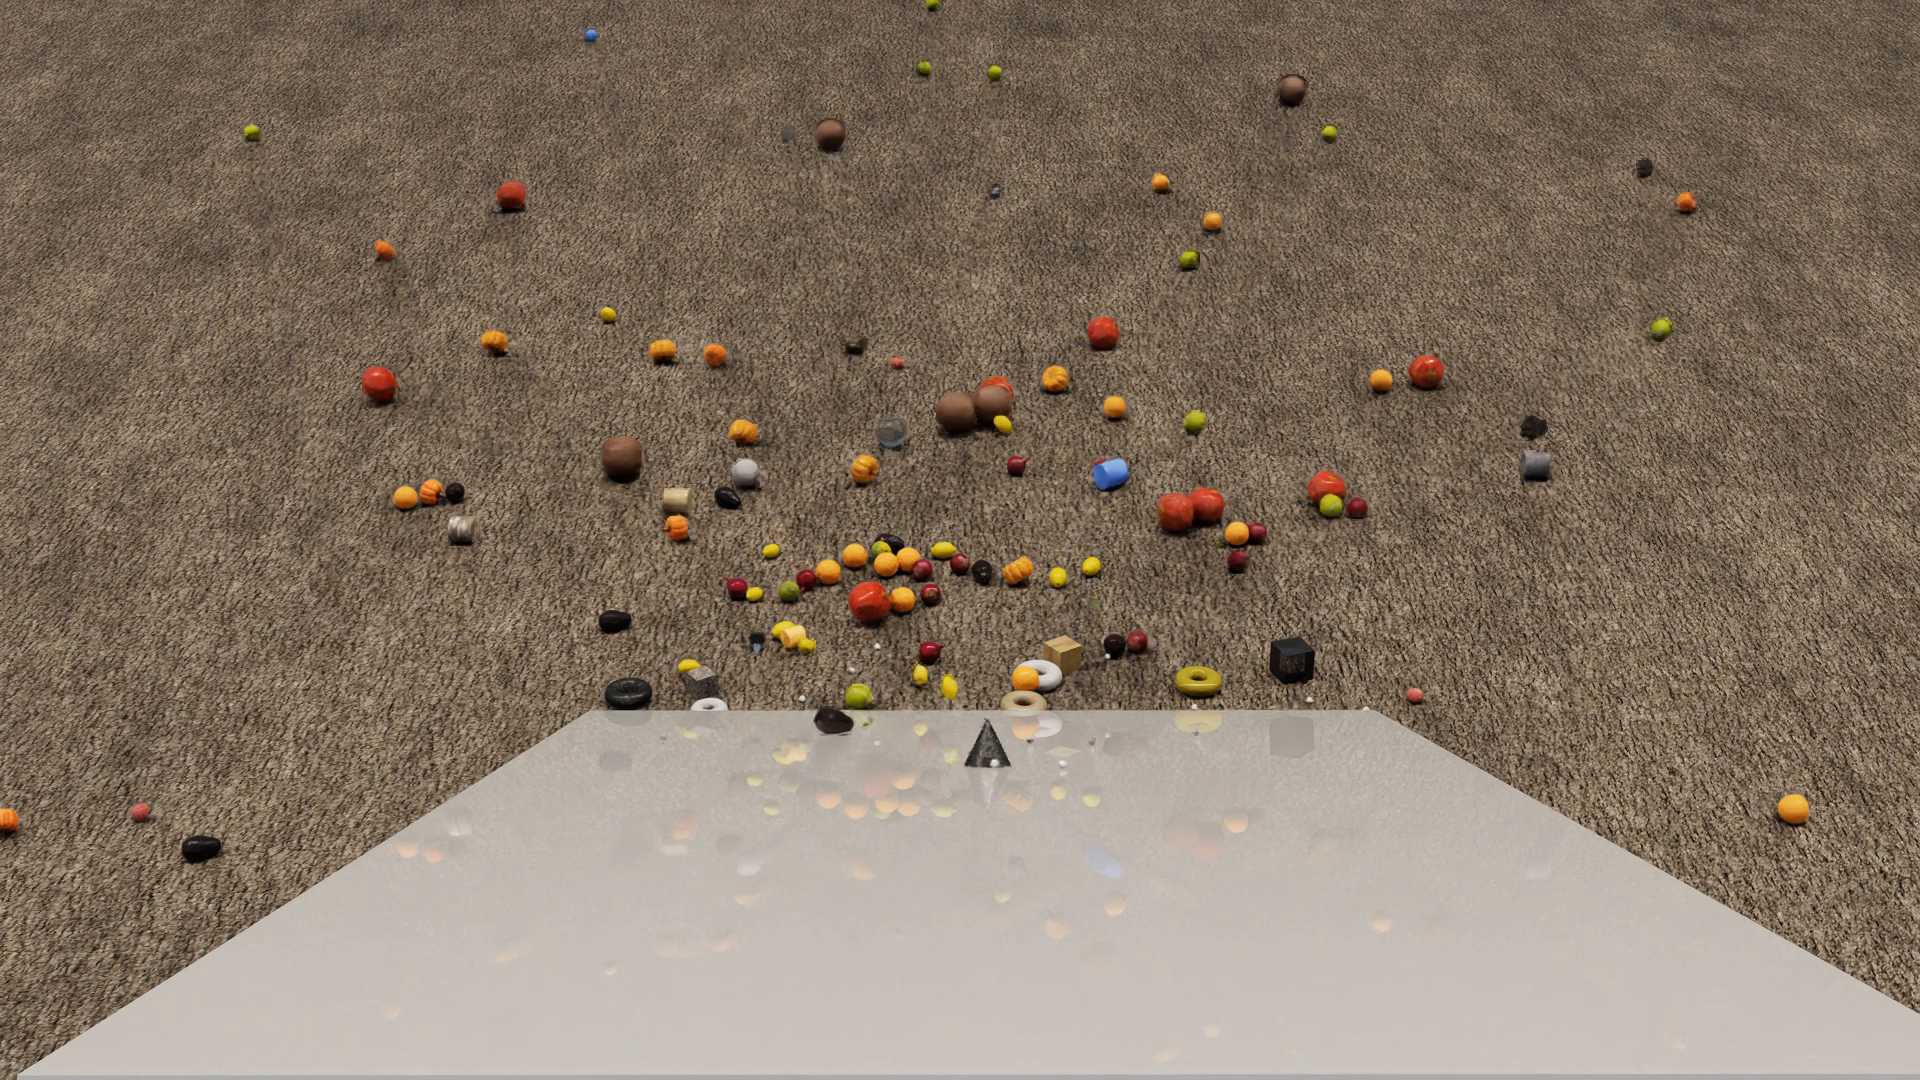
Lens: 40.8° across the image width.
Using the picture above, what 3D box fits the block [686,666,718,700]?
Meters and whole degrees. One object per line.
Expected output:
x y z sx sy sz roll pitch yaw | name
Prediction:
-0.683 0.378 6.824 0.058 0.058 0.058 -17 31 -31 | block

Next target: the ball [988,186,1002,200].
0.142 -1.418 10.519 0.054 0.054 0.054 0 26 0 | ball

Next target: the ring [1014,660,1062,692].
0.207 0.362 6.874 0.131 0.044 0.131 -1 26 0 | ring

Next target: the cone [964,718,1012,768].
0.057 0.415 5.327 0.098 0.098 0.098 0 1 0 | cone

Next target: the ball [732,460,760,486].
-0.663 -0.207 7.996 0.085 0.085 0.085 0 26 0 | ball

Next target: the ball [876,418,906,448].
-0.219 -0.345 8.266 0.097 0.097 0.097 0 26 0 | ball

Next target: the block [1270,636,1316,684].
0.889 0.323 6.904 0.087 0.087 0.087 -9 27 -18 | block

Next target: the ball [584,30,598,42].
-1.817 -2.485 12.703 0.062 0.062 0.062 0 26 0 | ball

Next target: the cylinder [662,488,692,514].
-0.857 -0.116 7.821 0.074 0.074 0.074 3 26 6 | cylinder

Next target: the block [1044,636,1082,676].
0.276 0.312 6.944 0.072 0.072 0.072 -18 31 -32 | block

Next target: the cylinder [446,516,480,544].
-1.473 -0.029 7.646 0.070 0.070 0.070 -13 19 26 | cylinder

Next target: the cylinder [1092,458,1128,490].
0.467 -0.204 7.995 0.080 0.080 0.080 -16 30 -31 | cylinder

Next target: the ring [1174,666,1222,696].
0.632 0.376 6.848 0.128 0.043 0.128 0 25 0 | ring

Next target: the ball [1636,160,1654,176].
2.862 -1.552 10.781 0.066 0.066 0.066 0 26 0 | ball

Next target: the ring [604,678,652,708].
-0.873 0.403 6.791 0.126 0.042 0.126 -1 26 1 | ring

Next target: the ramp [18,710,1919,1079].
0.059 0.533 4.569 2.000 0.100 4.000 0 1 0 | ramp

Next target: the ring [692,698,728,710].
-0.653 0.443 6.720 0.098 0.033 0.098 0 24 0 | ring

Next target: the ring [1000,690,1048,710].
0.166 0.433 6.732 0.123 0.041 0.123 1 27 -1 | ring

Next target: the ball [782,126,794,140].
-0.752 -1.775 11.253 0.055 0.055 0.055 0 26 0 | ball

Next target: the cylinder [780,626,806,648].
-0.455 0.266 7.061 0.052 0.052 0.052 -16 30 -30 | cylinder
